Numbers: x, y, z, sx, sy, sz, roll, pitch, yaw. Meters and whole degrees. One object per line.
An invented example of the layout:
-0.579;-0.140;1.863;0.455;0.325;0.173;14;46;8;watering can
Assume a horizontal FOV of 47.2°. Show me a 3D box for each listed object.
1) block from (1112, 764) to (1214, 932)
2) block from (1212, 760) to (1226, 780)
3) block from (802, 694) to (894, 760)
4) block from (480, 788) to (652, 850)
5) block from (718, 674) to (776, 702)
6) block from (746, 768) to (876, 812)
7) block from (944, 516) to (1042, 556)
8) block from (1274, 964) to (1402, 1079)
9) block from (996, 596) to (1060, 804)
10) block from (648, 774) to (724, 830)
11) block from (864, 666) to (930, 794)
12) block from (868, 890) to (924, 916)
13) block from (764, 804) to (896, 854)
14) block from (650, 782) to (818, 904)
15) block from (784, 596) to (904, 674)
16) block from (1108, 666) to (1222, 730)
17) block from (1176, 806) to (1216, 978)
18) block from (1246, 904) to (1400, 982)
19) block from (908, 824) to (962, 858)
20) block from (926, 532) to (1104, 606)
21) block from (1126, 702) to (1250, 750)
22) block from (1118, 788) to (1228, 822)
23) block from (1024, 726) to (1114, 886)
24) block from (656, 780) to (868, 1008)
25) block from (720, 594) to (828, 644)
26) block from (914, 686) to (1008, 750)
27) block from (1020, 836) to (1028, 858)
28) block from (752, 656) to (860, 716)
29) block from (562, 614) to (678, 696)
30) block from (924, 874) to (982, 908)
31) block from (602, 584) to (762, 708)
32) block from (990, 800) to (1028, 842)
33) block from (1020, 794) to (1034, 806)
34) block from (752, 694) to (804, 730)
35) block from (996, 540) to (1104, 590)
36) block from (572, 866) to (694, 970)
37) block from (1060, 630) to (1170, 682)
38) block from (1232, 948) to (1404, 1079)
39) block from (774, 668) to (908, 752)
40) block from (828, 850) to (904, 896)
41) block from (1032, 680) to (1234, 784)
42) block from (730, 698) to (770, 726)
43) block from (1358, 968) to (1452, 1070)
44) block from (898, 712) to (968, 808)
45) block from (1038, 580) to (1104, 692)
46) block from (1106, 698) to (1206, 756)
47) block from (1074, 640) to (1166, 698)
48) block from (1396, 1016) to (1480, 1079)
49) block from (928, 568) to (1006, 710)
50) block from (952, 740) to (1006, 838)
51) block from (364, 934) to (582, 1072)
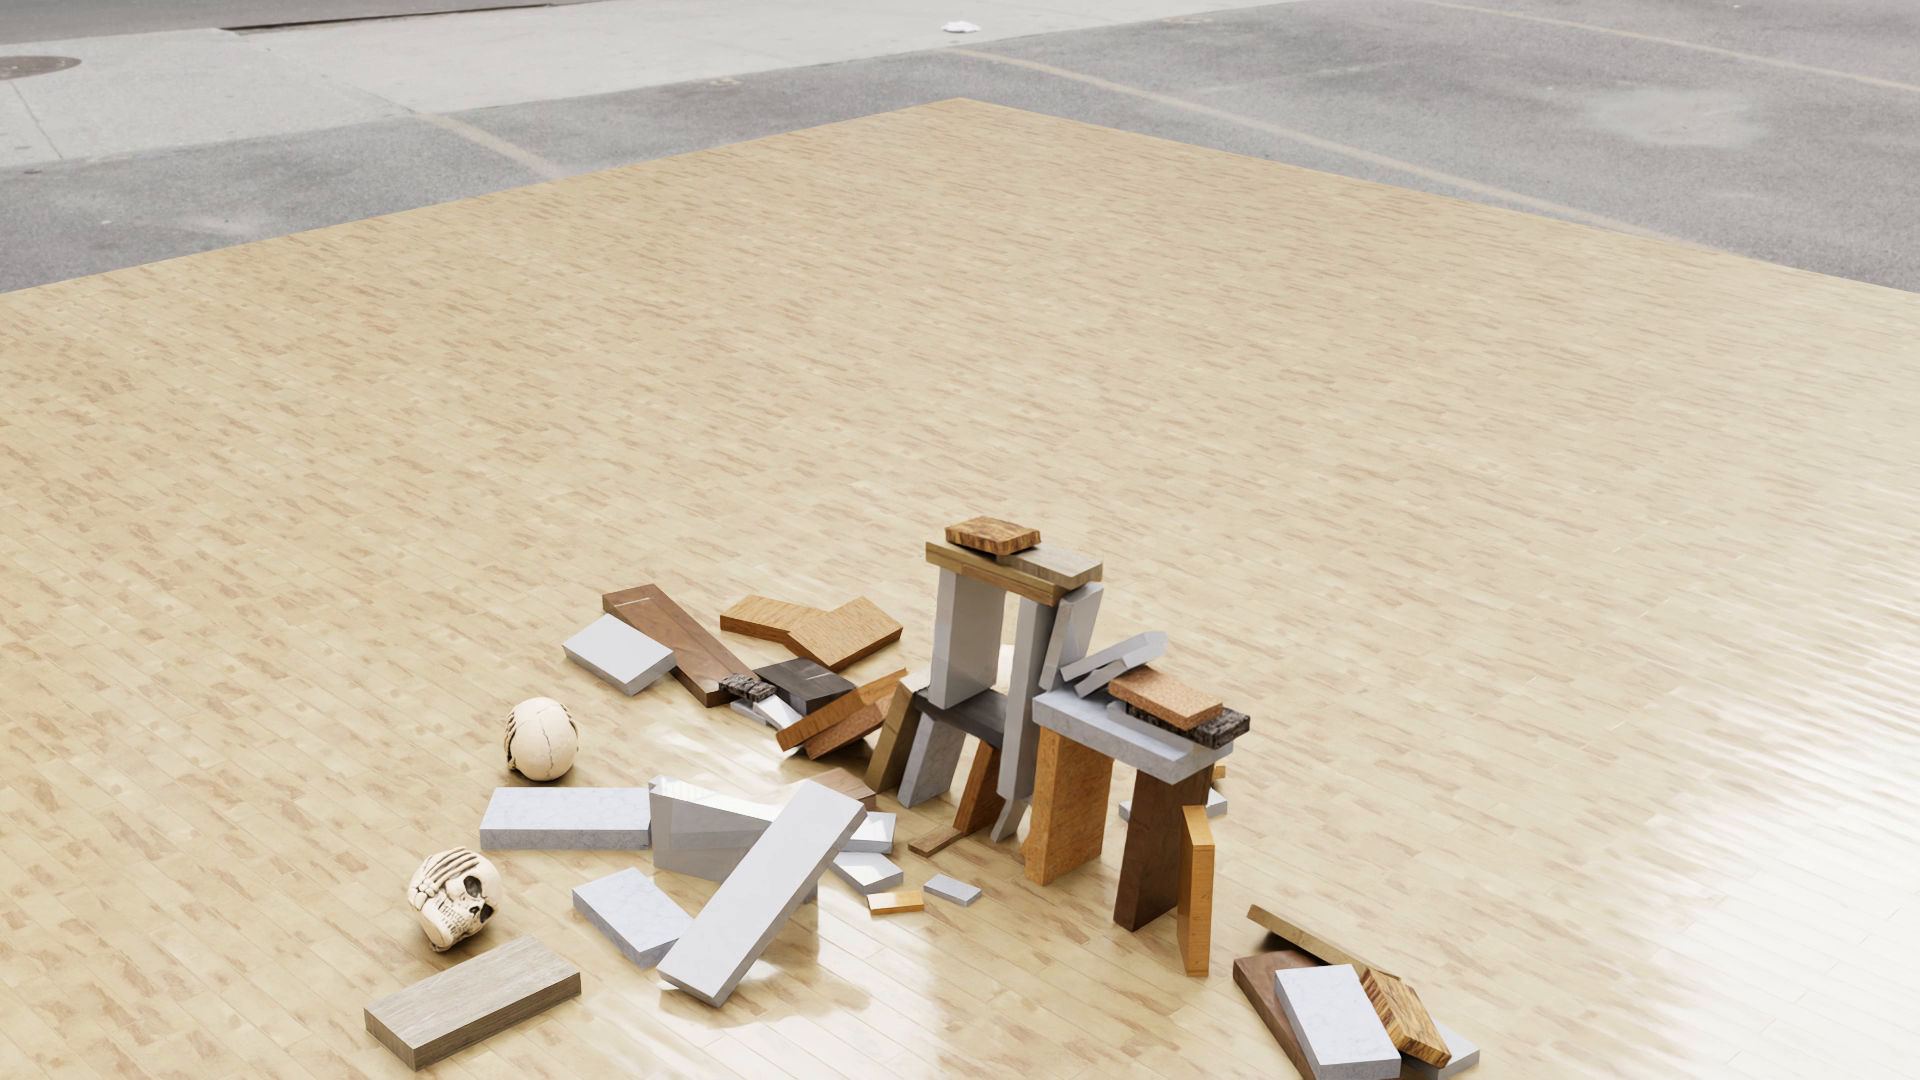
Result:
0.376;0.543;4.043;0.048;0.339;0.170;29;36;36;block
0.479;0.457;4.612;0.099;0.028;0.198;-4;15;-10;block
-0.190;0.376;4.596;0.149;0.042;0.298;-21;-8;-40;block
-0.776;0.556;4.391;0.330;0.047;0.165;0;23;0;block
-0.471;0.327;4.866;0.119;0.017;0.059;16;27;35;block
-0.318;0.539;4.441;0.267;0.038;0.134;-16;28;-32;block
0.060;-0.009;4.110;0.090;0.025;0.180;-18;19;-32;block
0.632;0.812;3.700;0.136;0.039;0.272;-3;23;-7;block
0.160;0.283;4.184;0.152;0.443;0.043;-21;38;-40;block
-0.490;0.555;4.283;0.264;0.132;0.037;14;27;29;block
-0.093;0.380;4.492;0.149;0.298;0.042;-21;53;-40;block
-0.121;0.682;4.135;0.100;0.014;0.050;-4;23;-9;block
-0.273;0.565;4.308;0.288;0.028;0.099;4;26;3;block
-0.432;0.576;4.191;0.334;0.165;0.047;10;25;22;block
-0.270;0.224;5.128;0.134;0.038;0.267;36;38;23;block
0.366;0.280;3.921;0.092;0.026;0.192;-19;29;-37;block
0.421;0.628;3.933;0.039;0.272;0.136;-1;23;-3;block
0.649;0.730;3.941;0.280;0.028;0.099;24;-1;44;block
-0.049;0.594;4.343;0.050;0.014;0.105;19;29;37;block
0.100;0.039;4.133;0.304;0.043;0.152;19;30;36;block
0.406;0.312;3.916;0.200;0.028;0.100;20;30;39;block
0.431;0.542;4.448;0.198;0.028;0.099;-13;26;-27;block
0.213;0.480;4.192;0.170;0.339;0.048;-21;37;-41;block
-0.353;0.632;3.971;0.132;0.037;0.462;20;54;29;block
-0.422;0.197;5.247;0.271;0.038;0.135;11;26;25;block
0.038;0.335;4.315;0.121;0.034;0.241;-21;31;-40;block
0.160;0.564;4.284;0.060;0.120;0.017;-22;57;-41;block
-0.345;0.326;4.898;0.134;0.038;0.267;-14;19;-29;block
-0.782;0.262;5.046;0.135;0.038;0.271;-35;38;-28;block
-0.014;0.665;4.175;0.100;0.014;0.050;15;27;32;block
-0.658;0.240;5.145;0.135;0.038;0.611;-13;26;-28;block
0.103;0.541;4.337;0.060;0.120;0.017;-22;55;-42;block
0.153;0.497;4.272;0.060;0.017;0.120;-21;32;-40;block
-0.392;0.382;4.802;0.059;0.017;0.119;-19;39;-39;block
0.164;0.041;4.044;0.180;0.025;0.090;21;30;38;block
-0.597;0.697;4.070;0.132;0.037;0.264;-16;28;-33;block
0.286;0.214;4.064;0.184;0.026;0.092;-26;-12;27;block
0.642;0.879;3.640;0.136;0.039;0.659;-6;24;-15;block
-0.245;0.359;4.627;0.149;0.042;0.298;-20;-8;-46;block
-0.197;0.626;4.252;0.090;0.026;0.180;-16;28;-32;block
0.314;0.339;4.024;0.170;0.048;0.339;-21;31;-41;block
-0.445;0.376;4.854;0.119;0.017;0.059;21;31;40;block
0.748;0.803;3.701;0.099;0.028;0.198;26;17;-18;block
-0.048;0.427;4.449;0.121;0.241;0.034;-21;50;-41;block
0.207;0.179;4.082;0.028;0.200;0.100;31;35;27;block
0.373;0.325;3.958;0.200;0.028;0.100;21;31;40;block
0.292;0.237;4.017;0.092;0.026;0.184;-20;-11;-31;block
0.773;0.844;3.735;0.099;0.028;0.198;-15;27;-32;block
0.017;0.167;4.273;0.043;0.304;0.152;27;34;36;block
0.066;0.470;4.346;0.121;0.241;0.034;-22;50;-42;block
-0.843;0.799;3.818;0.330;0.047;0.165;-20;30;-39;block
